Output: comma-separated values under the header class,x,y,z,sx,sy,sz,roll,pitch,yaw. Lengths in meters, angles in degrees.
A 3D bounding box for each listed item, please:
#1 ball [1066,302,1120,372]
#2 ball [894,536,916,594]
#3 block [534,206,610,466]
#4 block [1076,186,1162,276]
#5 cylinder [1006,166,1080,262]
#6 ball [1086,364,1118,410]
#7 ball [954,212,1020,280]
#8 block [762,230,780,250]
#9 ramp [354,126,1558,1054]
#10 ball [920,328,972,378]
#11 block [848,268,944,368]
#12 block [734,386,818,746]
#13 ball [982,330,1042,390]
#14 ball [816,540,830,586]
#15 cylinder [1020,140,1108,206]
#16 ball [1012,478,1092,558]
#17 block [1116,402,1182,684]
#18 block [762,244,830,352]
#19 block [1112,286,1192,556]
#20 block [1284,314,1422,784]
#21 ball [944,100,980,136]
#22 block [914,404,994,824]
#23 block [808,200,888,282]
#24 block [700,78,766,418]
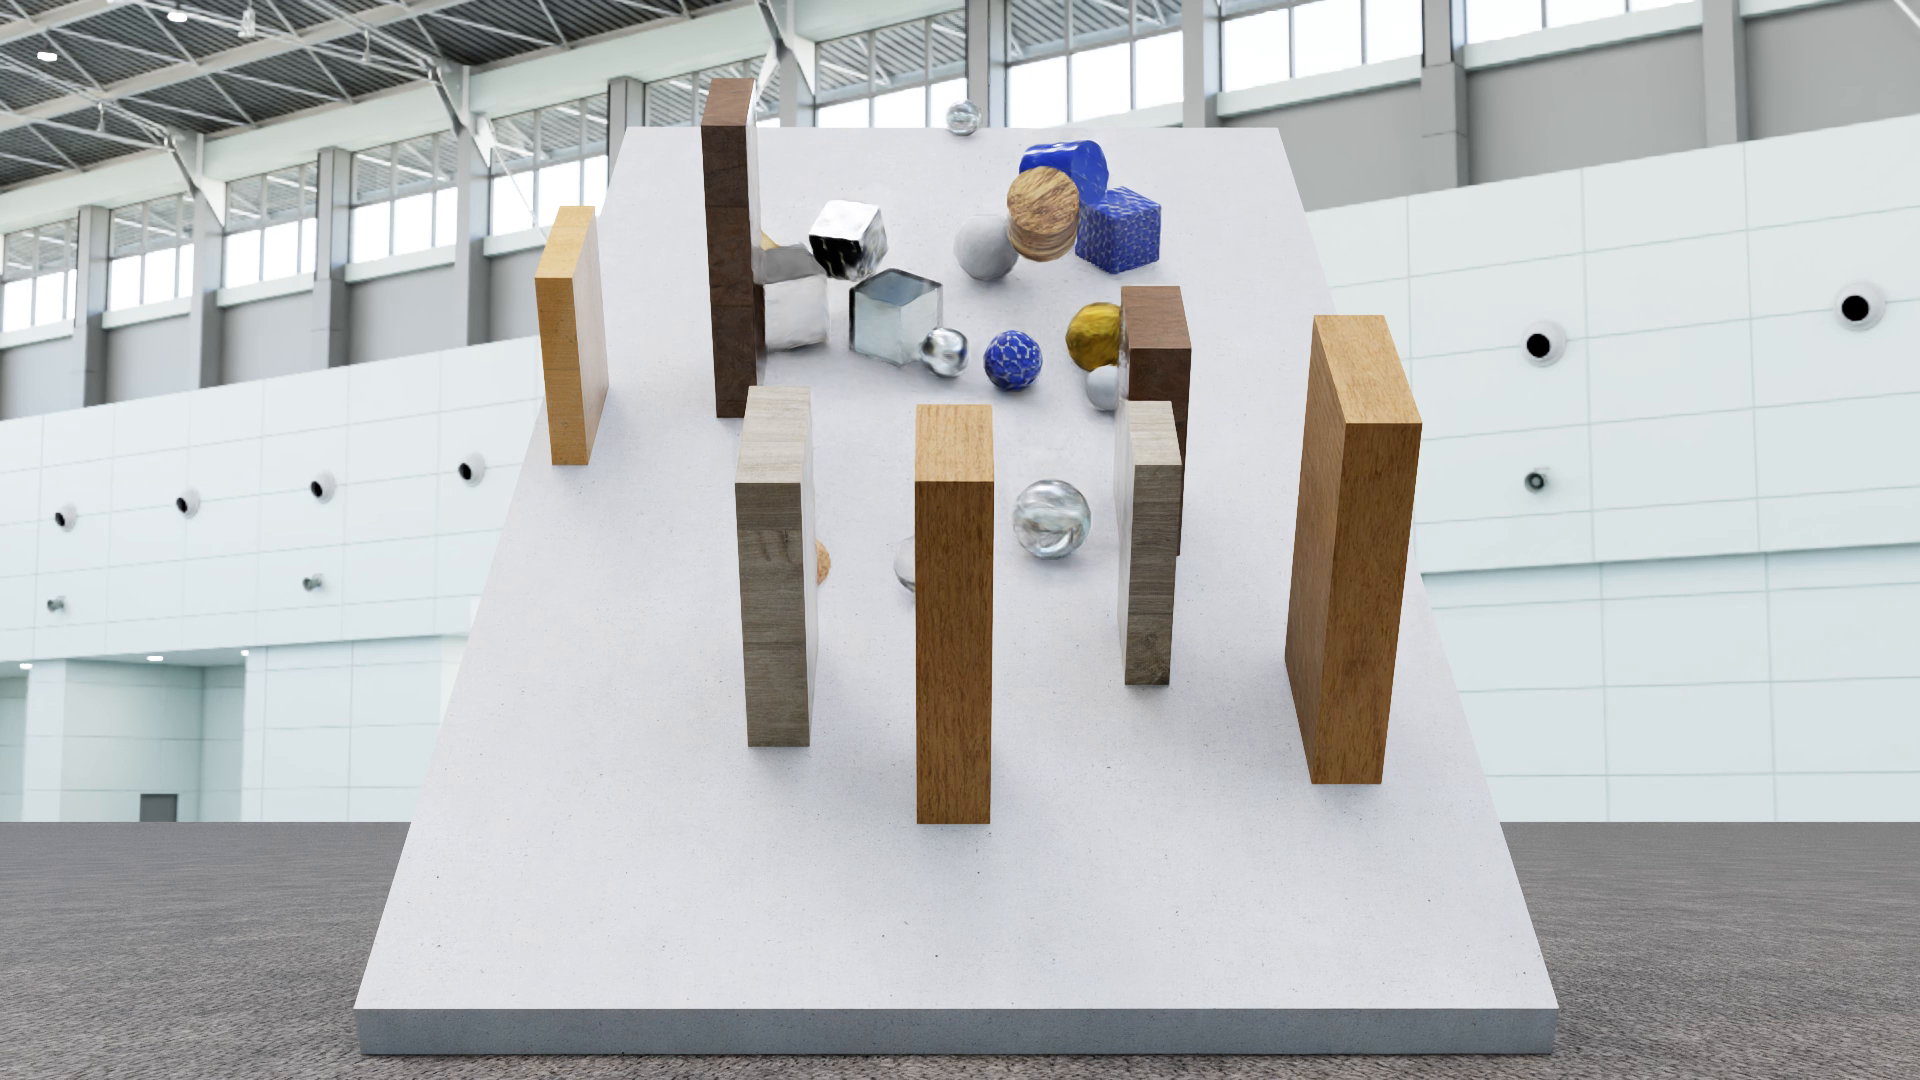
class,x,y,z,sx,sy,sz,roll,pitch,yaw
ball,0.351,-0.498,5.995,0.180,0.180,0.180,0,-6,0
ball,-0.076,0.050,5.122,0.129,0.129,0.129,0,-6,0
block,-0.902,-0.481,5.671,0.083,0.475,0.407,0,31,0
block,0.430,-0.840,6.588,0.162,0.162,0.162,-20,36,-31
cylinder,0.215,-0.844,6.298,0.186,0.186,0.186,0,-16,1
ball,0.357,-0.366,5.841,0.111,0.111,0.111,0,-6,0
ball,0.072,-0.781,6.469,0.180,0.180,0.180,0,-6,0
block,-0.538,-0.748,6.406,0.109,0.109,0.109,44,-6,-20
ramp,-0.014,-0.203,5.771,2.000,0.100,4.000,0,31,0
ball,-0.035,-0.462,5.986,0.125,0.125,0.125,0,-6,0
block,-0.160,-0.560,6.107,0.169,0.169,0.169,22,37,32
block,-0.348,0.050,4.677,0.119,0.582,0.380,0,31,0
ball,0.129,-0.438,5.926,0.146,0.146,0.146,0,-6,0
ball,-0.332,0.049,5.134,0.117,0.117,0.117,0,-6,0
cylinder,0.276,-0.971,6.454,0.170,0.170,0.170,2,-4,38
ball,0.197,-0.046,5.241,0.173,0.173,0.173,0,-6,0
block,0.374,0.007,4.832,0.089,0.502,0.261,0,31,0
block,-0.451,-0.611,6.127,0.187,0.187,0.187,-13,35,-19
block,0.414,-0.259,5.280,0.128,0.502,0.307,0,31,0
block,0.727,0.019,4.554,0.132,0.769,0.431,0,31,0
ball,0.008,-1.287,7.407,0.109,0.109,0.109,0,-6,0
block,-0.011,0.140,4.392,0.135,0.722,0.279,0,31,0
block,-0.285,-0.765,6.221,0.142,0.142,0.142,10,-41,20
block,-0.533,-0.690,5.763,0.101,0.741,0.305,0,31,0
